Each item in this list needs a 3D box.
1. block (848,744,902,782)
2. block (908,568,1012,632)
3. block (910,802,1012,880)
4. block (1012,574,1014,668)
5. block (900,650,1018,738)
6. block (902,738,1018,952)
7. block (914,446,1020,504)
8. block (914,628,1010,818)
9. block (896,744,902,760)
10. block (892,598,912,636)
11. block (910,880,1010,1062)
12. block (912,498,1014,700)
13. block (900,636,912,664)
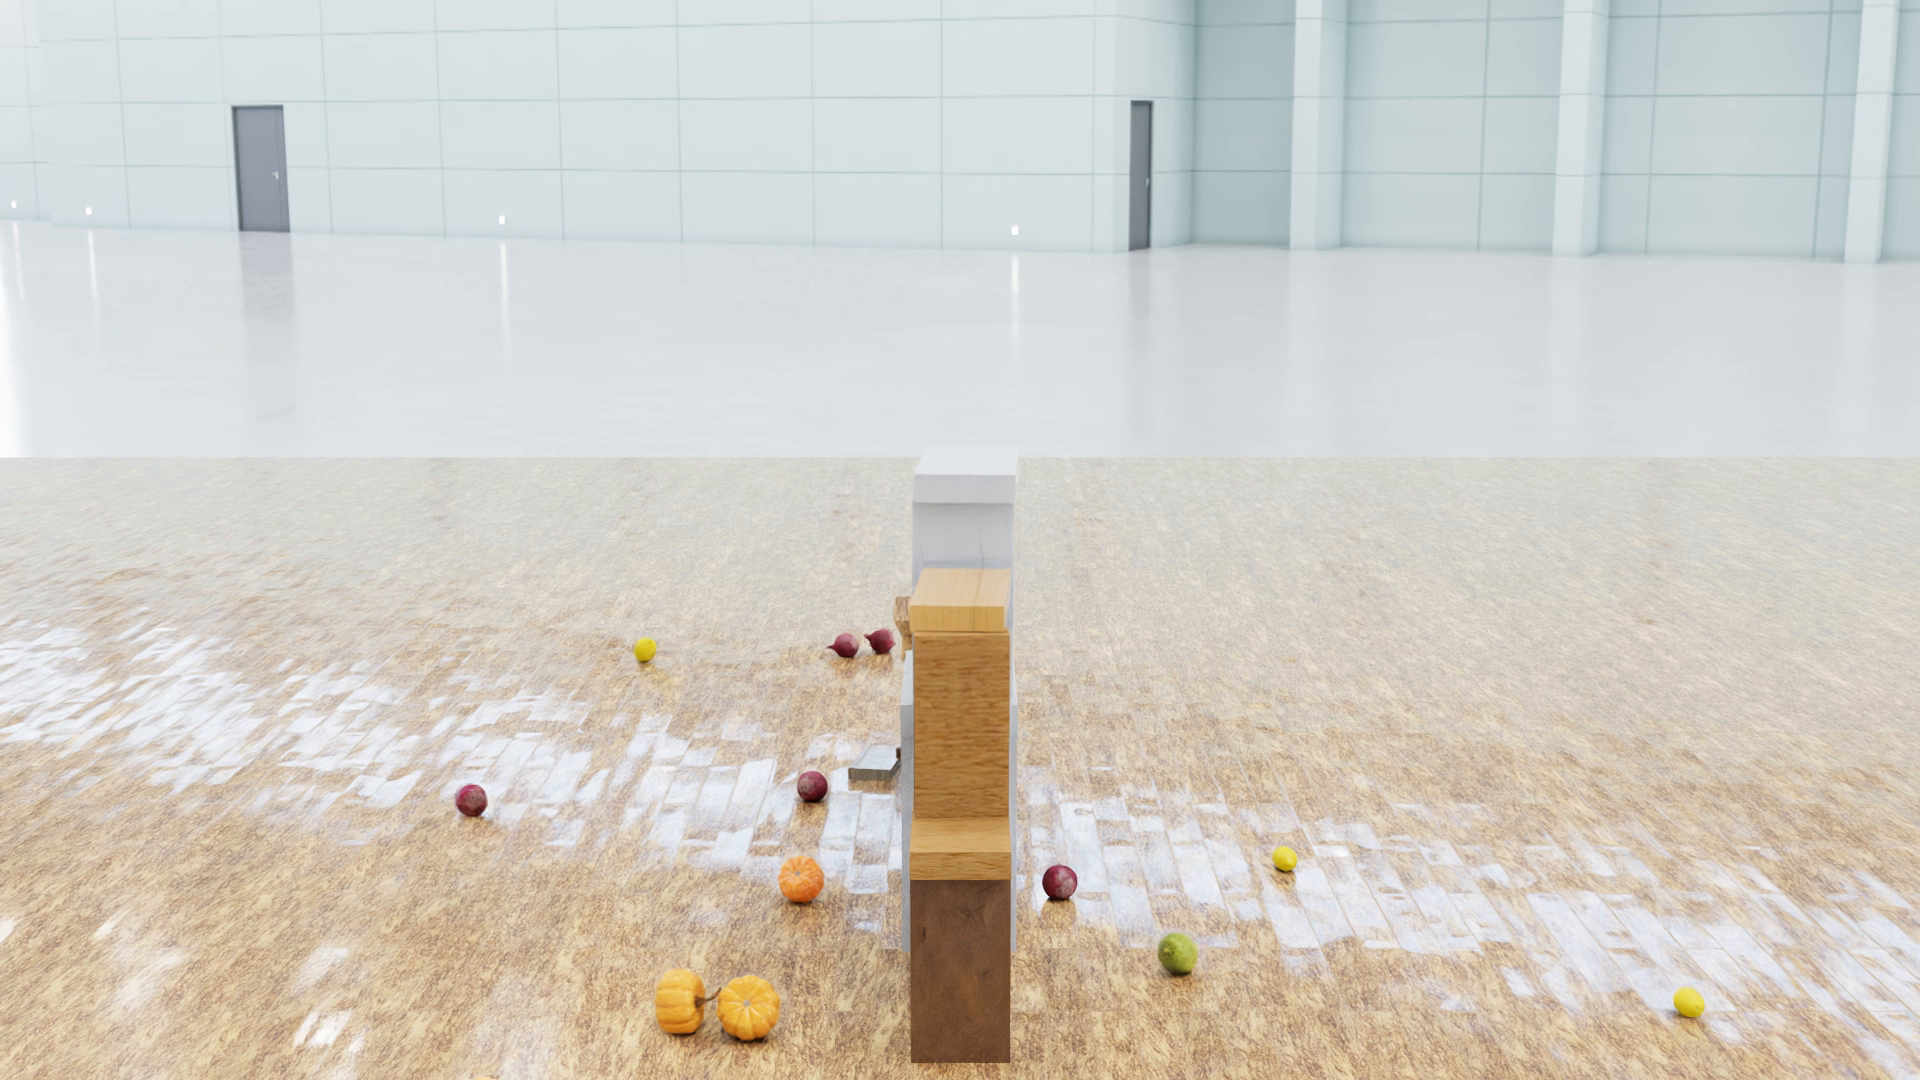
[{"bbox_3d":[-0.163,0.444,4.387,0.084,0.024,0.168,2,11,10],"label":"block"},{"bbox_3d":[0.003,0.085,3.154,0.131,0.037,0.262,1,11,4],"label":"block"},{"bbox_3d":[0.001,0.409,3.057,0.135,0.038,0.271,0,11,0],"label":"block"},{"bbox_3d":[0.010,0.054,3.515,0.151,0.301,0.043,0,8,0],"label":"block"},{"bbox_3d":[-0.001,0.240,3.480,0.177,0.050,0.354,0,11,0],"label":"block"},{"bbox_3d":[-0.001,0.460,3.401,0.177,0.354,0.050,0,11,0],"label":"block"},{"bbox_3d":[0.014,-0.103,3.407,0.151,0.043,0.301,0,10,3],"label":"block"},{"bbox_3d":[0.002,0.255,3.057,0.131,0.262,0.037,-1,12,-4],"label":"block"},{"bbox_3d":[-0.019,0.431,4.254,0.203,0.024,0.084,21,36,33],"label":"block"},{"bbox_3d":[-0.033,0.162,4.114,0.149,0.042,0.299,1,-14,5],"label":"block"},{"bbox_3d":[0.001,0.577,2.996,0.135,0.271,0.038,0,11,0],"label":"block"},{"bbox_3d":[0.004,0.088,3.325,0.151,0.301,0.043,0,4,0],"label":"block"},{"bbox_3d":[-0.021,0.255,4.312,0.149,0.042,0.435,1,-14,4],"label":"block"}]
